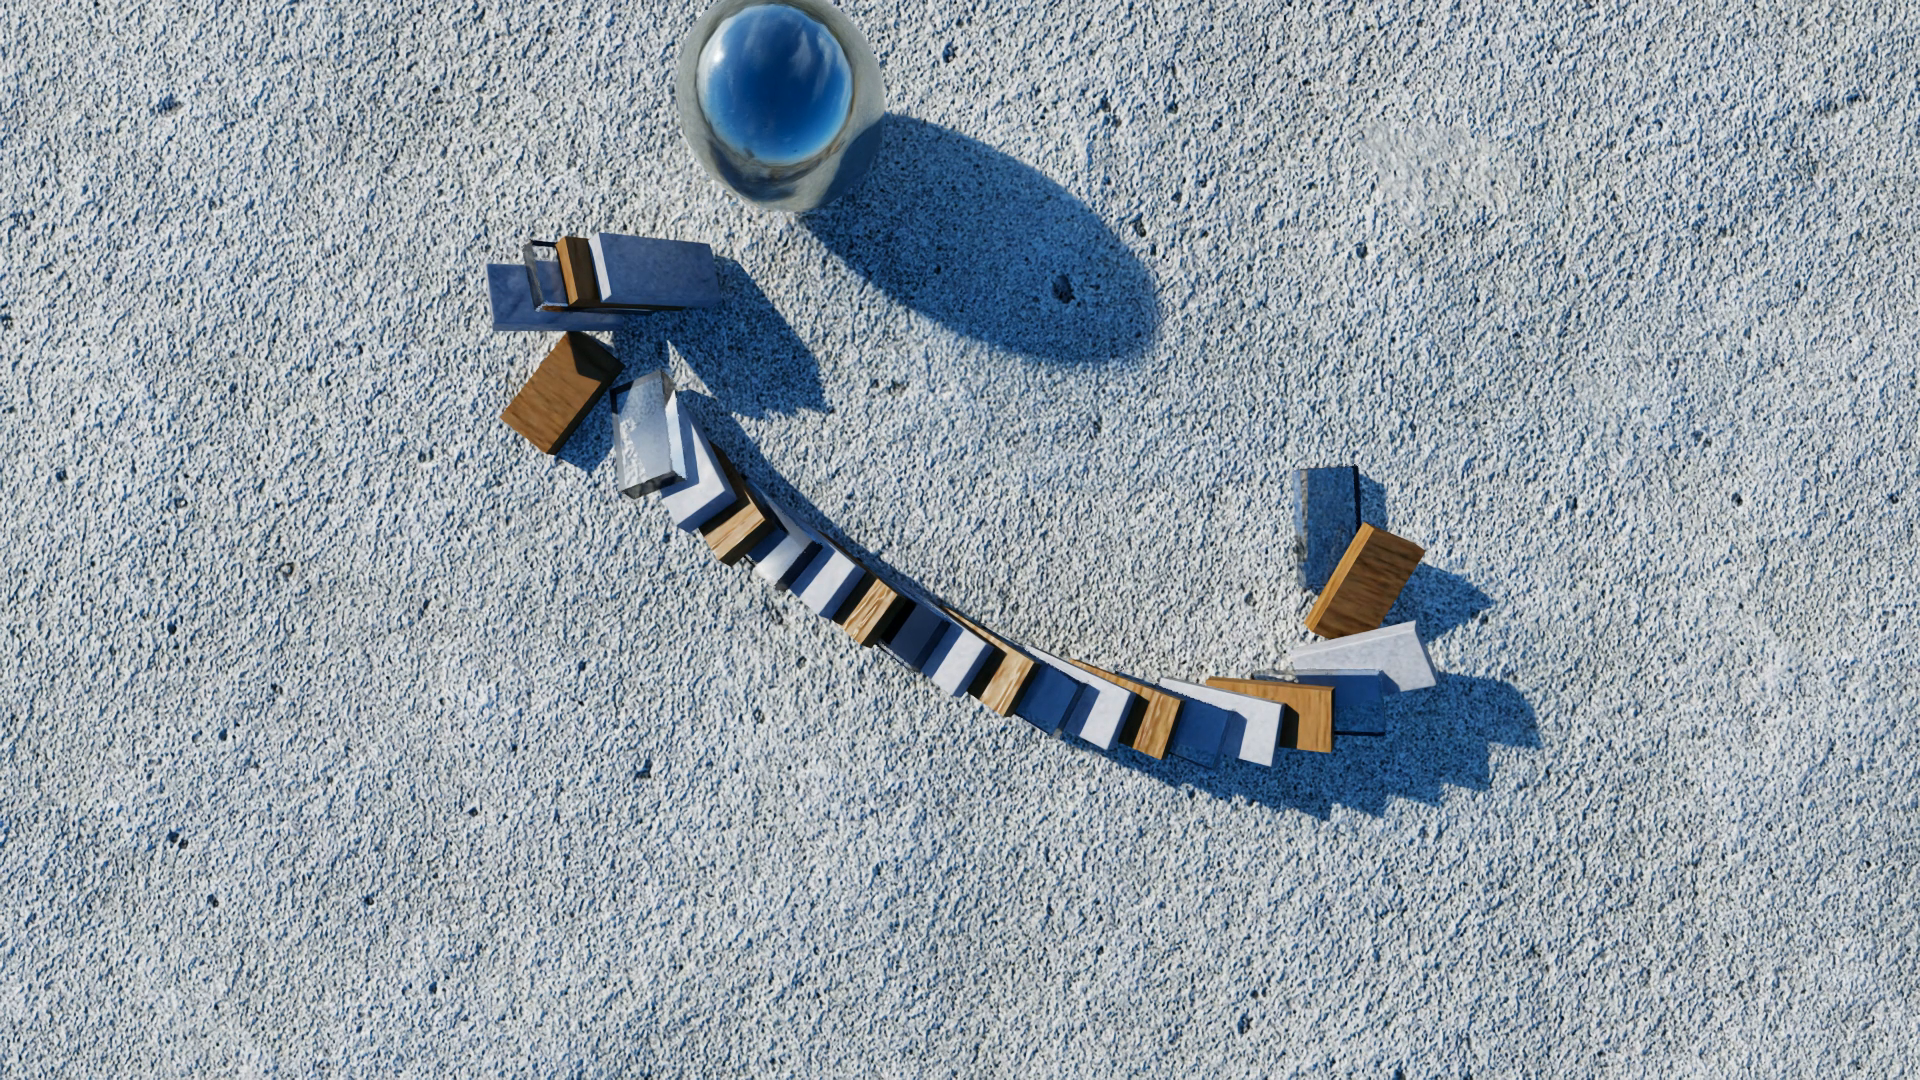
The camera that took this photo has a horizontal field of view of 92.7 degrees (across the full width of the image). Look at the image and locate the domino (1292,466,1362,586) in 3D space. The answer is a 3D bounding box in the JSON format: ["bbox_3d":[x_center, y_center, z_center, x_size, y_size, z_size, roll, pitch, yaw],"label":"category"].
[{"bbox_3d":[0.159,-0.006,0.395,0.025,0.009,0.050,-3,90,0],"label":"domino"}]

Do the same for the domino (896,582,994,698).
[{"bbox_3d":[-0.013,0.041,0.384,0.050,0.010,0.025,33,90,28],"label":"domino"}]

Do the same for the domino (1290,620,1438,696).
[{"bbox_3d":[0.167,0.052,0.381,0.050,0.010,0.025,-20,98,34],"label":"domino"}]

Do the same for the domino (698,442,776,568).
[{"bbox_3d":[-0.100,-0.016,0.384,0.025,0.009,0.050,-41,63,2],"label":"domino"}]

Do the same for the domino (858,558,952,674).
[{"bbox_3d":[-0.030,0.031,0.384,0.050,0.010,0.025,34,90,28],"label":"domino"}]

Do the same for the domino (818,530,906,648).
[{"bbox_3d":[-0.049,0.020,0.384,0.050,0.009,0.025,37,90,28],"label":"domino"}]

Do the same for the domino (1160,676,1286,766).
[{"bbox_3d":[0.108,0.075,0.383,0.050,0.010,0.025,10,91,30],"label":"domino"}]

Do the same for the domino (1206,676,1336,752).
[{"bbox_3d":[0.129,0.072,0.383,0.050,0.009,0.025,1,93,31],"label":"domino"}]

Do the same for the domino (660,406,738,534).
[{"bbox_3d":[-0.115,-0.030,0.384,0.025,0.009,0.050,-35,64,5],"label":"domino"}]

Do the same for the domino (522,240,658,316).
[{"bbox_3d":[-0.151,-0.107,0.379,0.009,0.050,0.025,-12,90,44],"label":"domino"}]

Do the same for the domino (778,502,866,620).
[{"bbox_3d":[-0.065,0.008,0.384,0.050,0.010,0.025,37,90,28],"label":"domino"}]

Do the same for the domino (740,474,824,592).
[{"bbox_3d":[-0.083,-0.004,0.384,0.050,0.009,0.025,40,91,28],"label":"domino"}]

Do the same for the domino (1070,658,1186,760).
[{"bbox_3d":[0.066,0.070,0.384,0.050,0.009,0.025,18,90,29],"label":"domino"}]

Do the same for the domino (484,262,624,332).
[{"bbox_3d":[-0.169,-0.101,0.383,0.050,0.010,0.025,-7,86,-29],"label":"domino"}]

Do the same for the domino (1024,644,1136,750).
[{"bbox_3d":[0.046,0.065,0.384,0.050,0.009,0.025,22,90,29],"label":"domino"}]

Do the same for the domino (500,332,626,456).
[{"bbox_3d":[-0.171,-0.064,0.395,0.025,0.010,0.050,38,90,0],"label":"domino"}]

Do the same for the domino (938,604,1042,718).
[{"bbox_3d":[0.006,0.050,0.384,0.050,0.010,0.025,30,90,28],"label":"domino"}]

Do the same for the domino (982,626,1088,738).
[{"bbox_3d":[0.025,0.059,0.384,0.050,0.010,0.025,28,90,29],"label":"domino"}]

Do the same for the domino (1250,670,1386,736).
[{"bbox_3d":[0.149,0.067,0.382,0.050,0.009,0.025,-5,94,31],"label":"domino"}]

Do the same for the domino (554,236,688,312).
[{"bbox_3d":[-0.138,-0.109,0.379,0.010,0.050,0.025,-12,90,44],"label":"domino"}]

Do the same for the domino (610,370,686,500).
[{"bbox_3d":[-0.131,-0.044,0.383,0.025,0.009,0.050,-19,66,10],"label":"domino"}]

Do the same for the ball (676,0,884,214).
[{"bbox_3d":[-0.070,-0.171,0.360,0.080,0.080,0.080,0,90,0],"label":"ball"}]

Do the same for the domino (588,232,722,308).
[{"bbox_3d":[-0.125,-0.111,0.379,0.009,0.050,0.025,-12,90,44],"label":"domino"}]

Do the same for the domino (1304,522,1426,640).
[{"bbox_3d":[0.170,0.020,0.386,0.025,0.010,0.050,21,108,-8],"label":"domino"}]

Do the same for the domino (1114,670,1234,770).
[{"bbox_3d":[0.086,0.075,0.384,0.050,0.010,0.025,17,90,30],"label":"domino"}]
